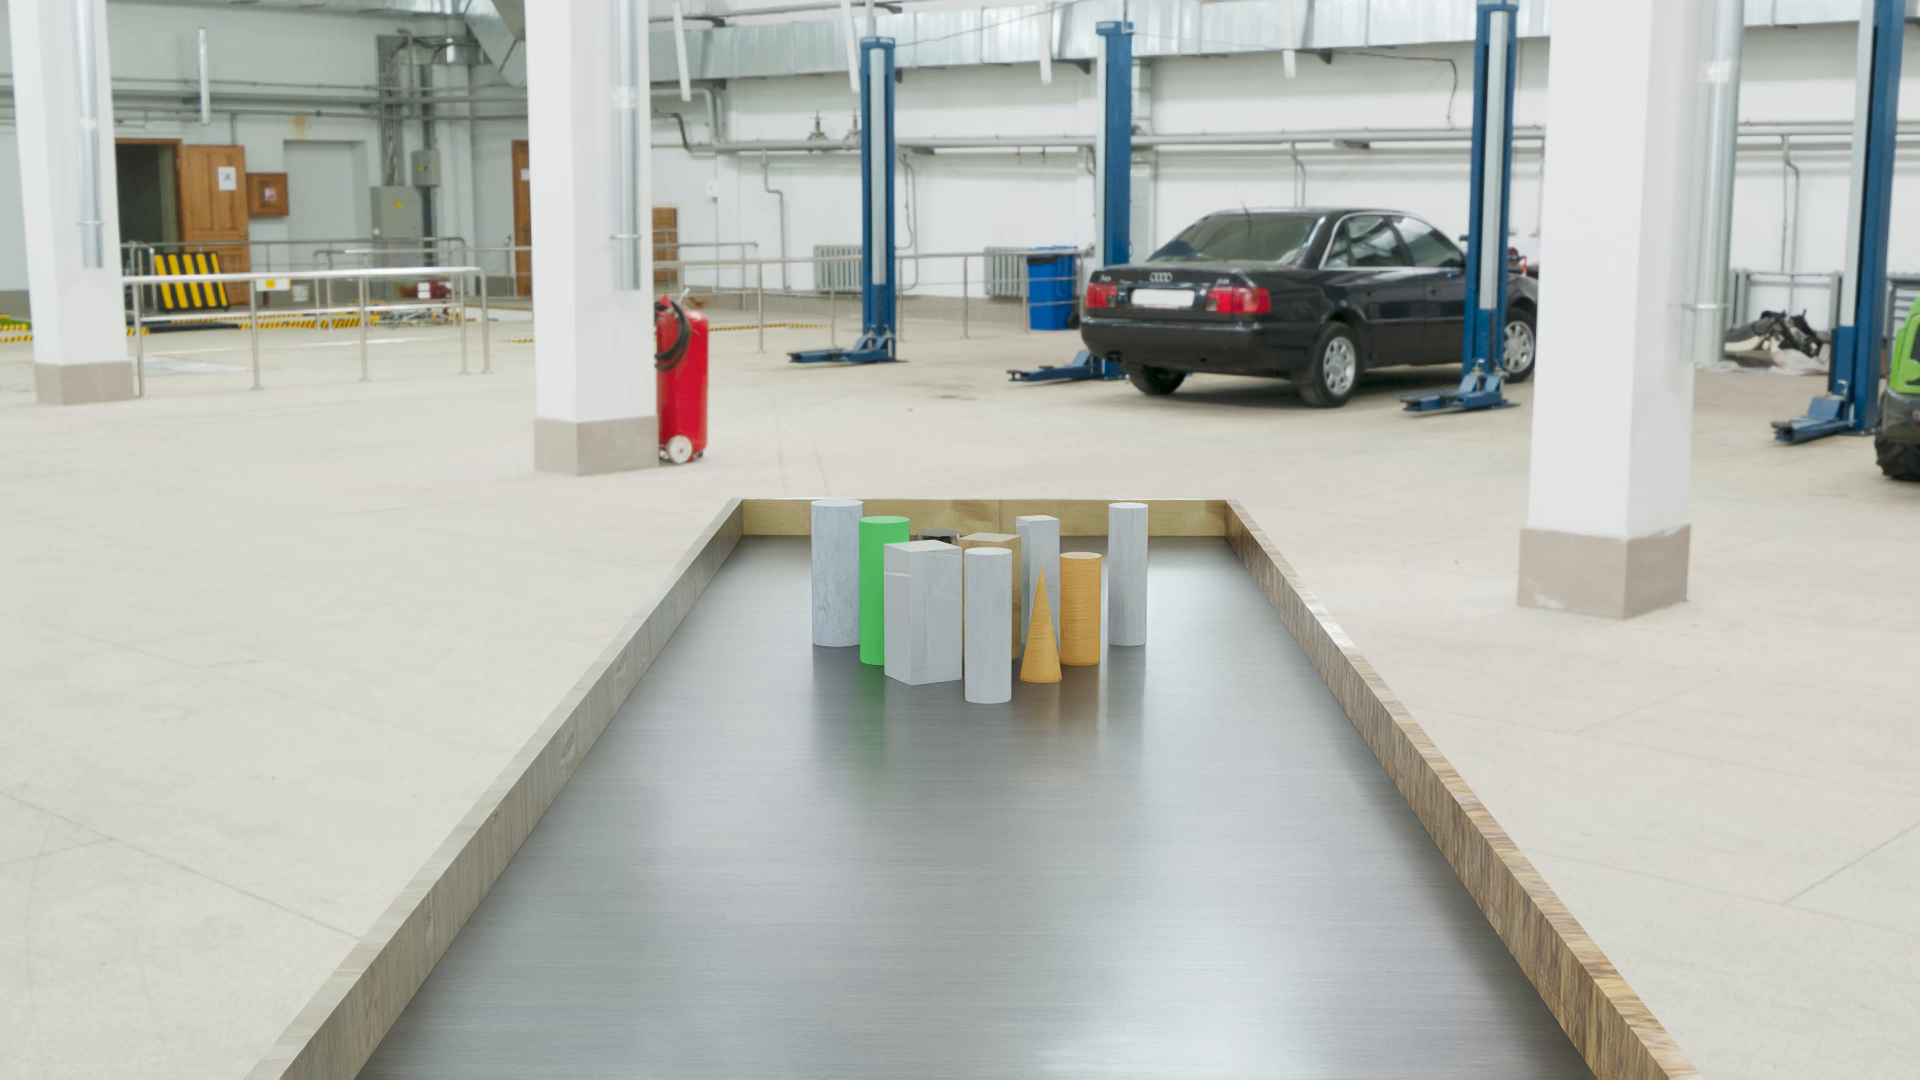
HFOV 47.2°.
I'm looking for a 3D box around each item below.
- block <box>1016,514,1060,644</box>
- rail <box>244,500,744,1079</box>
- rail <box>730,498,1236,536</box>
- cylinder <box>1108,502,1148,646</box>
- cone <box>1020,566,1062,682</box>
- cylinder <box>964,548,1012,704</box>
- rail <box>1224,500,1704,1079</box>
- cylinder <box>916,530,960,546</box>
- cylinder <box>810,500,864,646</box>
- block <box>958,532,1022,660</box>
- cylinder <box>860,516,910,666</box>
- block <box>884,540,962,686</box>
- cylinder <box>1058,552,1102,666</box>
[{"bbox_3d":[0.244,0.127,6.937,0.103,0.397,0.103,-4,10,-23],"label":"block"},{"bbox_3d":[-1.004,0.839,3.234,0.050,0.150,12.000,0,9,1],"label":"rail"},{"bbox_3d":[0.099,-0.098,9.147,2.100,0.150,0.050,0,9,1],"label":"rail"},{"bbox_3d":[0.529,0.107,6.938,0.124,0.437,0.124,0,9,0],"label":"cylinder"},{"bbox_3d":[0.237,0.235,6.425,0.125,0.344,0.125,0,9,0],"label":"cone"},{"bbox_3d":[0.079,0.238,6.161,0.132,0.421,0.132,0,9,0],"label":"cylinder"},{"bbox_3d":[1.046,0.843,3.208,0.050,0.150,12.000,0,9,1],"label":"rail"},{"bbox_3d":[-0.068,0.150,6.943,0.137,0.350,0.137,0,9,0],"label":"cylinder"},{"bbox_3d":[-0.387,0.102,6.946,0.165,0.444,0.165,0,9,0],"label":"cylinder"},{"bbox_3d":[0.091,0.176,6.701,0.145,0.374,0.145,5,10,26],"label":"block"},{"bbox_3d":[-0.228,0.152,6.671,0.153,0.432,0.153,0,9,0],"label":"cylinder"},{"bbox_3d":[-0.109,0.210,6.439,0.169,0.390,0.169,-5,10,-28],"label":"block"},{"bbox_3d":[0.363,0.208,6.657,0.126,0.326,0.126,0,9,0],"label":"cylinder"}]
